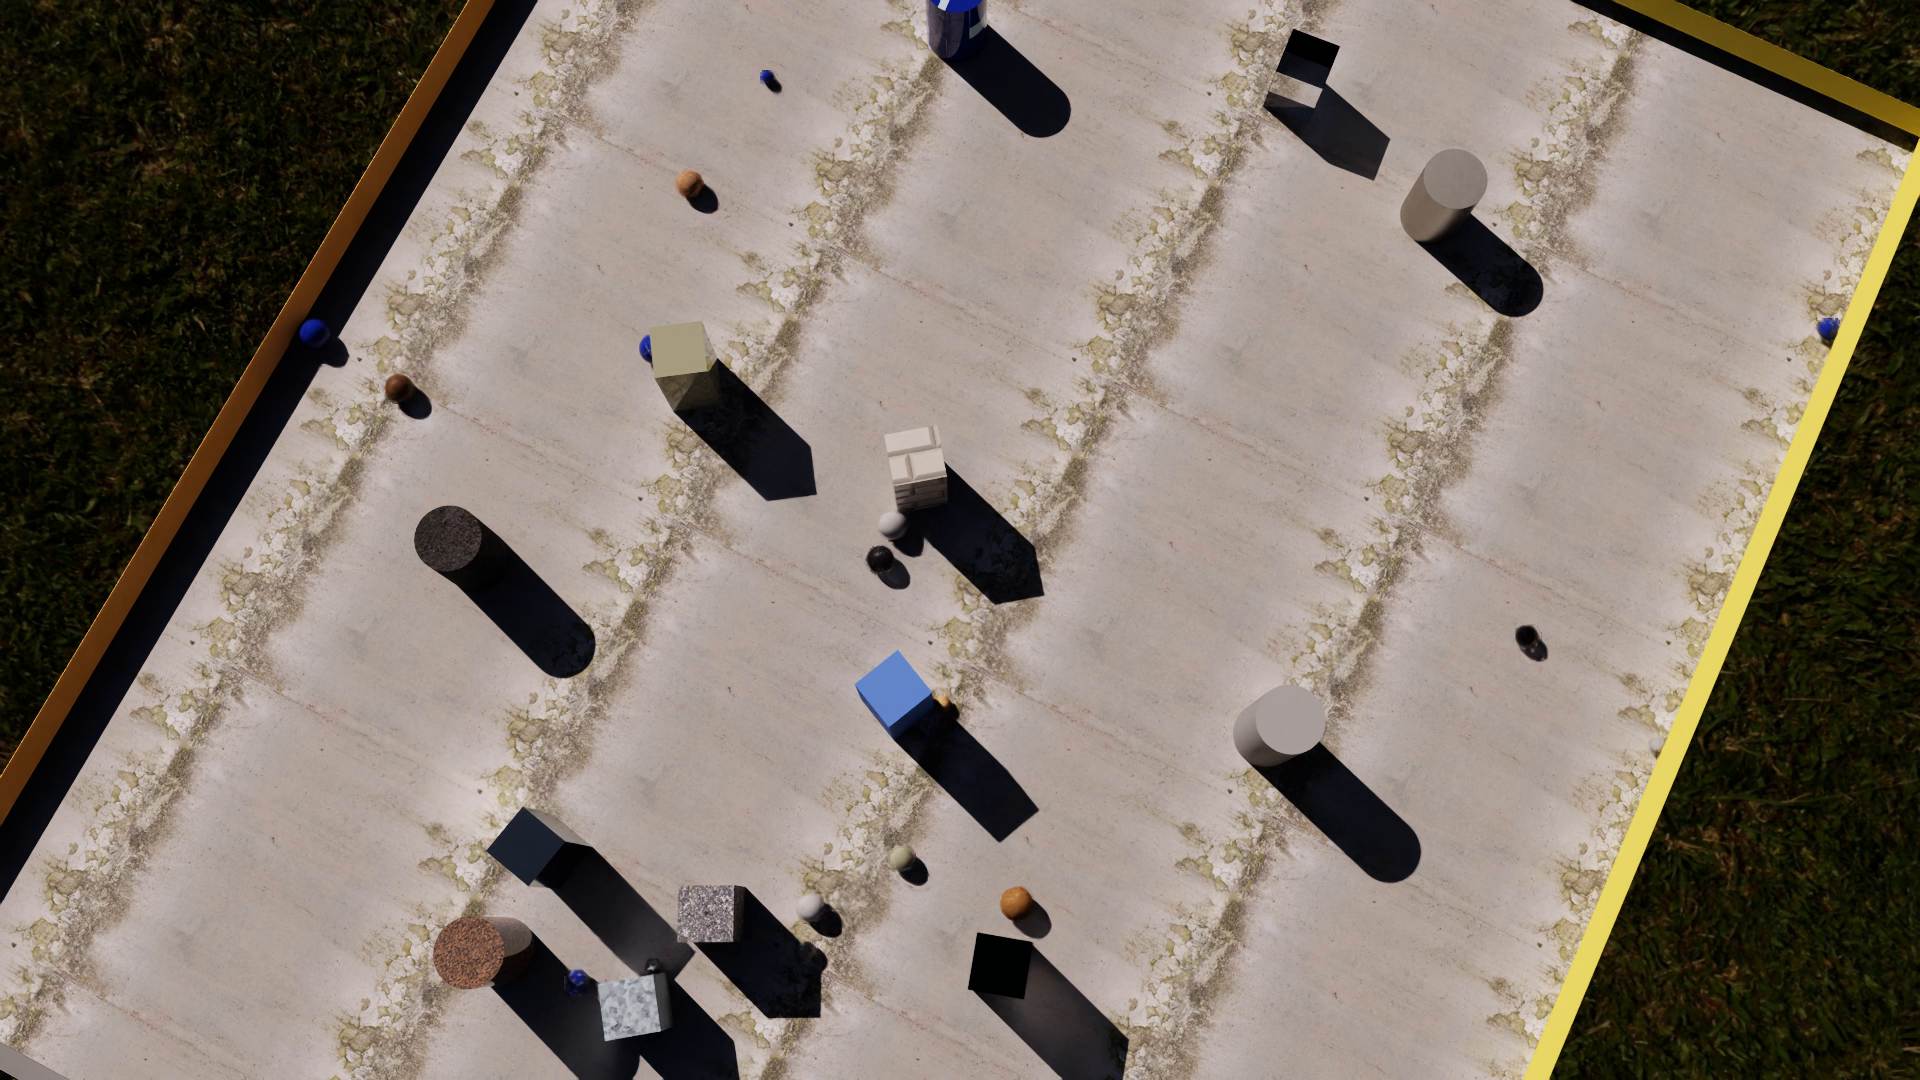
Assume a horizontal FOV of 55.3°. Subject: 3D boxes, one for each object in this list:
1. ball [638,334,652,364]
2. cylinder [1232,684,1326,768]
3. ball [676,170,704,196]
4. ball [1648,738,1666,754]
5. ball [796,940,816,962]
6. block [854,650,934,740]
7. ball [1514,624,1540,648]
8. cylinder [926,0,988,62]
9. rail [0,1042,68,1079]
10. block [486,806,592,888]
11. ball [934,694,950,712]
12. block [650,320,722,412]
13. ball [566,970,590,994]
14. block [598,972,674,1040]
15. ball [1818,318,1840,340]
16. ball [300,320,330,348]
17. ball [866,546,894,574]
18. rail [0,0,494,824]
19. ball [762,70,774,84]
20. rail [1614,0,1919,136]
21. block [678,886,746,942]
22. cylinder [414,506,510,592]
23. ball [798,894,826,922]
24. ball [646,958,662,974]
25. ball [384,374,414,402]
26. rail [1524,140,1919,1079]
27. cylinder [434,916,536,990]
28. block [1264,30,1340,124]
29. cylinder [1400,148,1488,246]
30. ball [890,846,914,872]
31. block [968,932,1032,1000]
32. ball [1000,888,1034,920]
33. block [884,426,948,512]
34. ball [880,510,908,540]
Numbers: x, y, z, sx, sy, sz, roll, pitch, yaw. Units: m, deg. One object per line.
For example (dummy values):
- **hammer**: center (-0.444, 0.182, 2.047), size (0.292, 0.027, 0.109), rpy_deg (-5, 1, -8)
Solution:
- **ball**: center (-0.949, -0.594, 5.691), size (0.096, 0.096, 0.096), rpy_deg (0, 78, 0)
- **cylinder**: center (0.915, 0.540, 5.285), size (0.194, 0.431, 0.194), rpy_deg (0, 78, 0)
- **ball**: center (-0.856, -1.130, 5.807), size (0.085, 0.085, 0.085), rpy_deg (0, 78, 0)
- **ball**: center (2.081, 0.613, 5.464), size (0.050, 0.050, 0.050), rpy_deg (0, 78, 0)
- **ball**: center (-0.448, 1.197, 5.339), size (0.059, 0.059, 0.059), rpy_deg (0, 78, 0)
- **block**: center (-0.187, 0.455, 5.326), size (0.156, 0.384, 0.156), rpy_deg (-38, 81, -7)
- **ball**: center (1.708, 0.291, 5.521), size (0.070, 0.070, 0.070), rpy_deg (0, 78, 0)
- **cylinder**: center (-0.011, -1.676, 5.794), size (0.194, 0.332, 0.194), rpy_deg (0, 78, 0)
- **rail**: center (-1.145, 2.250, 5.085), size (4.371, 0.126, 0.045), rpy_deg (26, 80, 5)
- **block**: center (-1.197, 0.883, 5.237), size (0.156, 0.385, 0.156), rpy_deg (38, 81, 7)
- **ball**: center (-0.053, 0.490, 5.489), size (0.051, 0.051, 0.051), rpy_deg (0, 78, 0)
- **block**: center (-0.825, -0.521, 5.539), size (0.156, 0.362, 0.156), rpy_deg (-8, 78, -2)
- **ball**: center (-1.109, 1.281, 5.316), size (0.069, 0.069, 0.069), rpy_deg (0, 78, 0)
- **block**: center (-0.920, 1.325, 5.216), size (0.156, 0.247, 0.156), rpy_deg (-10, 78, -2)
- **ball**: center (2.712, -0.658, 5.720), size (0.064, 0.064, 0.064), rpy_deg (0, 78, 0)
- **ball**: center (-2.008, -0.640, 5.702), size (0.091, 0.091, 0.091), rpy_deg (0, 78, 0)
- **ball**: center (-0.242, 0.059, 5.561), size (0.085, 0.085, 0.085), rpy_deg (0, 78, 0)
- **rail**: center (-1.934, -0.940, 5.746), size (0.045, 0.126, 5.170), rpy_deg (26, 80, 5)
- **ball**: center (-0.618, -1.490, 5.903), size (0.043, 0.043, 0.043), rpy_deg (0, 78, 0)
- **rail**: center (1.145, -2.237, 6.014), size (4.371, 0.126, 0.045), rpy_deg (26, 80, 5)
- **block**: center (-0.710, 1.071, 5.253), size (0.156, 0.277, 0.156), rpy_deg (0, 78, 0)
- **cylinder**: center (-1.475, 0.029, 5.439), size (0.194, 0.335, 0.194), rpy_deg (0, 78, 0)
- **ball**: center (-0.432, 1.074, 5.351), size (0.084, 0.084, 0.084), rpy_deg (0, 78, 0)
- **ball**: center (-0.893, 1.240, 5.338), size (0.044, 0.044, 0.044), rpy_deg (0, 78, 0)
- **ball**: center (-1.735, -0.469, 5.669), size (0.088, 0.088, 0.088), rpy_deg (0, 78, 0)
- **rail**: center (1.934, 0.953, 5.354), size (0.045, 0.126, 5.170), rpy_deg (26, 80, 5)
- **cylinder**: center (-1.338, 1.163, 5.179), size (0.194, 0.385, 0.194), rpy_deg (0, 78, 0)
- **block**: center (1.077, -1.464, 5.793), size (0.156, 0.249, 0.156), rpy_deg (22, 79, 4)
- **cylinder**: center (1.497, -1.060, 5.682), size (0.194, 0.302, 0.194), rpy_deg (0, 78, 0)
- **ball**: center (-0.169, 0.939, 5.385), size (0.074, 0.074, 0.074), rpy_deg (0, 78, 0)
- **block**: center (0.111, 1.201, 5.187), size (0.156, 0.354, 0.156), rpy_deg (9, 78, 2)
- **ball**: center (0.165, 1.062, 5.347), size (0.097, 0.097, 0.097), rpy_deg (0, 78, 0)
- **block**: center (-0.129, -0.207, 5.475), size (0.156, 0.361, 0.156), rpy_deg (-11, 79, -2)
- **ball**: center (-0.201, -0.045, 5.581), size (0.088, 0.088, 0.088), rpy_deg (0, 78, 0)
